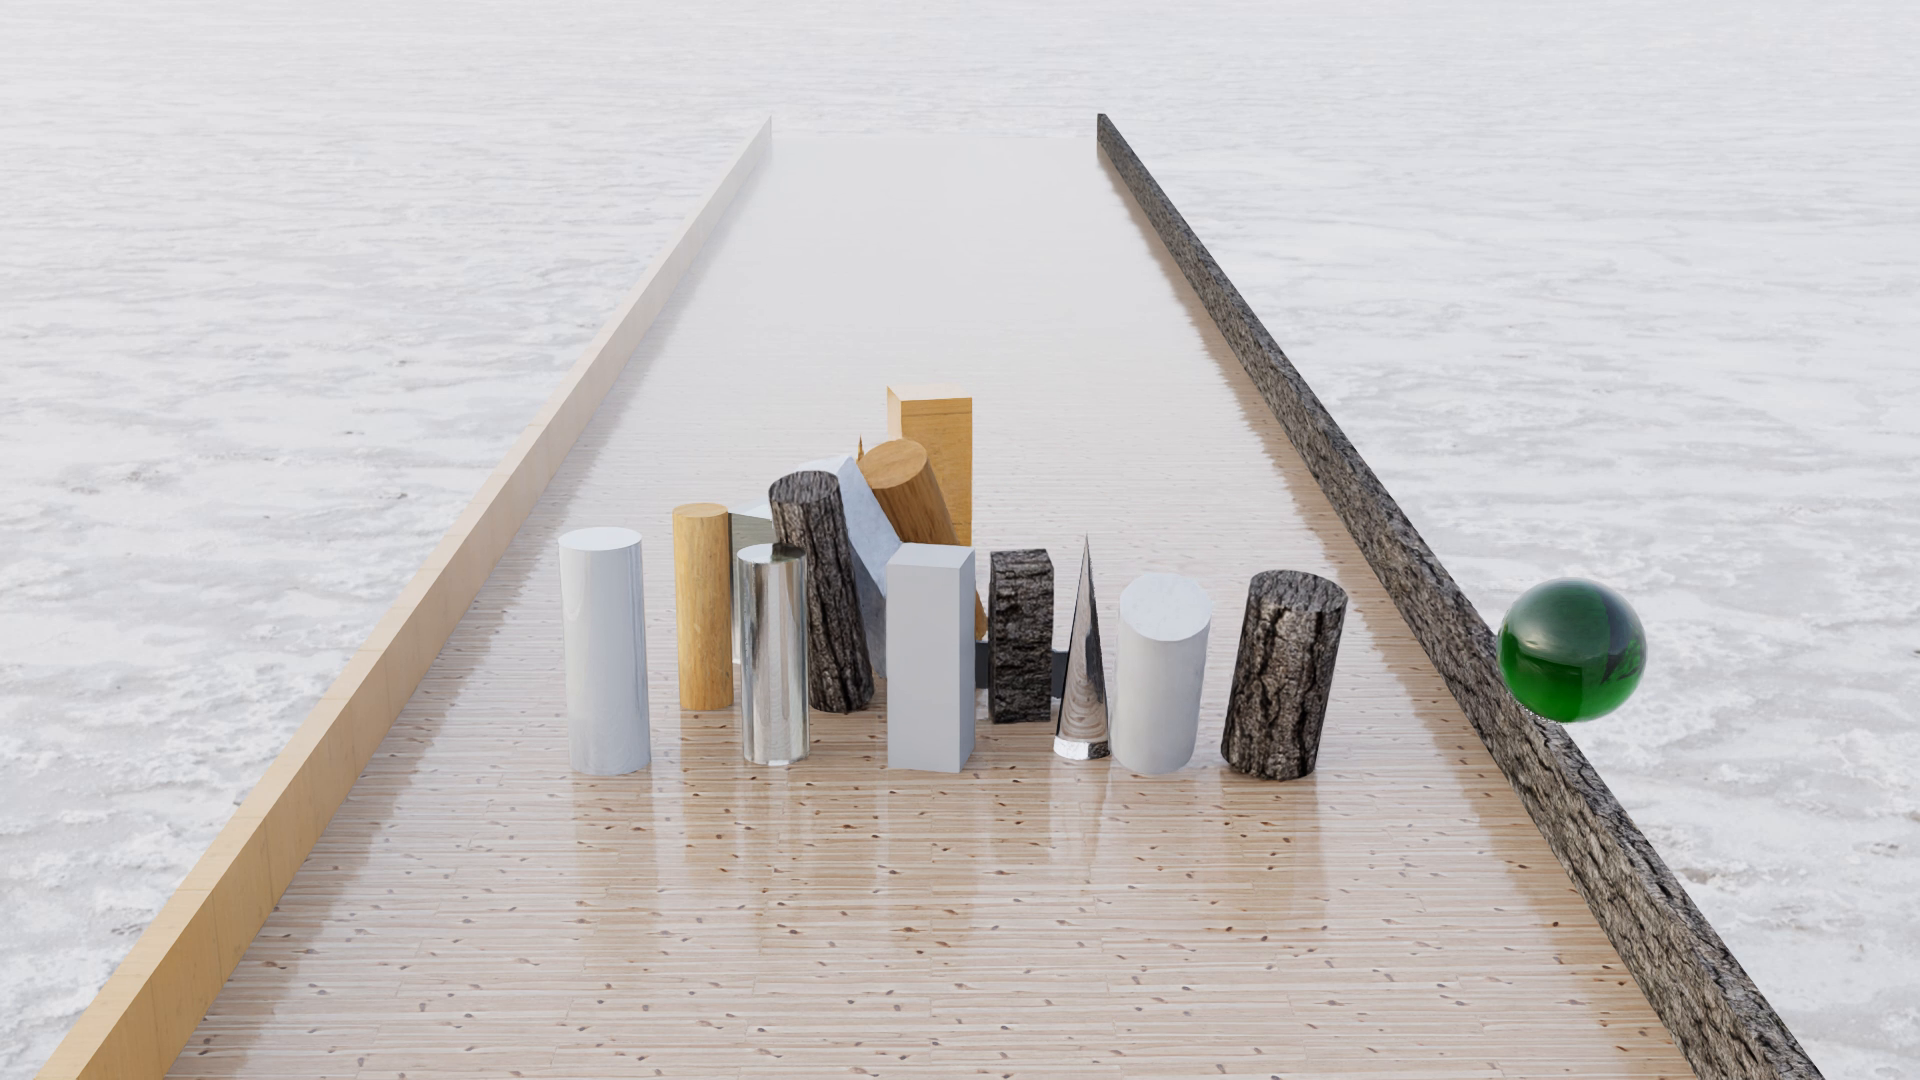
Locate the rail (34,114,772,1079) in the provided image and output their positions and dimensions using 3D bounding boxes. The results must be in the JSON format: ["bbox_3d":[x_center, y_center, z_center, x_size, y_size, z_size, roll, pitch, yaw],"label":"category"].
[{"bbox_3d":[-1.118,-0.838,7.780,0.050,0.150,12.000,0,17,-1],"label":"rail"}]

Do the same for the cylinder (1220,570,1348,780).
[{"bbox_3d":[0.562,0.235,3.827,0.169,0.326,0.169,6,23,-2],"label":"cylinder"}]

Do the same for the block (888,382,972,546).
[{"bbox_3d":[-0.068,-0.122,4.890,0.158,0.426,0.158,-4,17,-12],"label":"block"}]

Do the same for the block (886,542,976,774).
[{"bbox_3d":[-0.050,0.207,3.872,0.129,0.376,0.129,4,17,12],"label":"block"}]

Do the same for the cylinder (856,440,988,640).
[{"bbox_3d":[-0.072,0.019,4.345,0.145,0.450,0.145,-12,39,10],"label":"cylinder"}]

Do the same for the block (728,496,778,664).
[{"bbox_3d":[-0.369,0.087,4.386,0.135,0.312,0.135,9,19,28],"label":"block"}]

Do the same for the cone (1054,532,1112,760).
[{"bbox_3d":[0.222,0.180,3.905,0.107,0.409,0.107,0,17,0],"label":"cone"}]

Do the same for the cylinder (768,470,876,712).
[{"bbox_3d":[-0.254,0.098,4.080,0.129,0.448,0.129,-6,29,4],"label":"cylinder"}]

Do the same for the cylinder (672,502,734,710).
[{"bbox_3d":[-0.483,0.125,4.141,0.102,0.378,0.102,0,17,0],"label":"cylinder"}]

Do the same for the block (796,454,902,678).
[{"bbox_3d":[-0.182,0.055,4.222,0.121,0.441,0.121,-8,33,36],"label":"block"}]

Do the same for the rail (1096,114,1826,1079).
[{"bbox_3d":[0.932,-0.844,7.801,0.050,0.150,12.000,0,17,-1],"label":"rail"}]

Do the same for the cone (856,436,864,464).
[{"bbox_3d":[-0.206,-0.028,4.613,0.113,0.404,0.113,0,17,0],"label":"cone"}]

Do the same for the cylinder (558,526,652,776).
[{"bbox_3d":[-0.621,0.194,3.852,0.143,0.411,0.143,0,17,0],"label":"cylinder"}]

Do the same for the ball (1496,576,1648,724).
[{"bbox_3d":[0.994,0.179,3.575,0.239,0.239,0.239,0,17,0],"label":"ball"}]

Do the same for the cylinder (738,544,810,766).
[{"bbox_3d":[-0.329,0.202,3.891,0.120,0.374,0.120,0,17,0],"label":"cylinder"}]

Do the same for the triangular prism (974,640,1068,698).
[{"bbox_3d":[0.066,0.221,4.169,0.320,0.083,0.096,8,49,-10],"label":"triangular prism"}]

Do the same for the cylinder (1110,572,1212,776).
[{"bbox_3d":[0.340,0.233,3.768,0.153,0.357,0.153,0,46,0],"label":"cylinder"}]

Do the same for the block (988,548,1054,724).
[{"bbox_3d":[0.111,0.179,4.077,0.105,0.305,0.105,-2,21,-6],"label":"block"}]
